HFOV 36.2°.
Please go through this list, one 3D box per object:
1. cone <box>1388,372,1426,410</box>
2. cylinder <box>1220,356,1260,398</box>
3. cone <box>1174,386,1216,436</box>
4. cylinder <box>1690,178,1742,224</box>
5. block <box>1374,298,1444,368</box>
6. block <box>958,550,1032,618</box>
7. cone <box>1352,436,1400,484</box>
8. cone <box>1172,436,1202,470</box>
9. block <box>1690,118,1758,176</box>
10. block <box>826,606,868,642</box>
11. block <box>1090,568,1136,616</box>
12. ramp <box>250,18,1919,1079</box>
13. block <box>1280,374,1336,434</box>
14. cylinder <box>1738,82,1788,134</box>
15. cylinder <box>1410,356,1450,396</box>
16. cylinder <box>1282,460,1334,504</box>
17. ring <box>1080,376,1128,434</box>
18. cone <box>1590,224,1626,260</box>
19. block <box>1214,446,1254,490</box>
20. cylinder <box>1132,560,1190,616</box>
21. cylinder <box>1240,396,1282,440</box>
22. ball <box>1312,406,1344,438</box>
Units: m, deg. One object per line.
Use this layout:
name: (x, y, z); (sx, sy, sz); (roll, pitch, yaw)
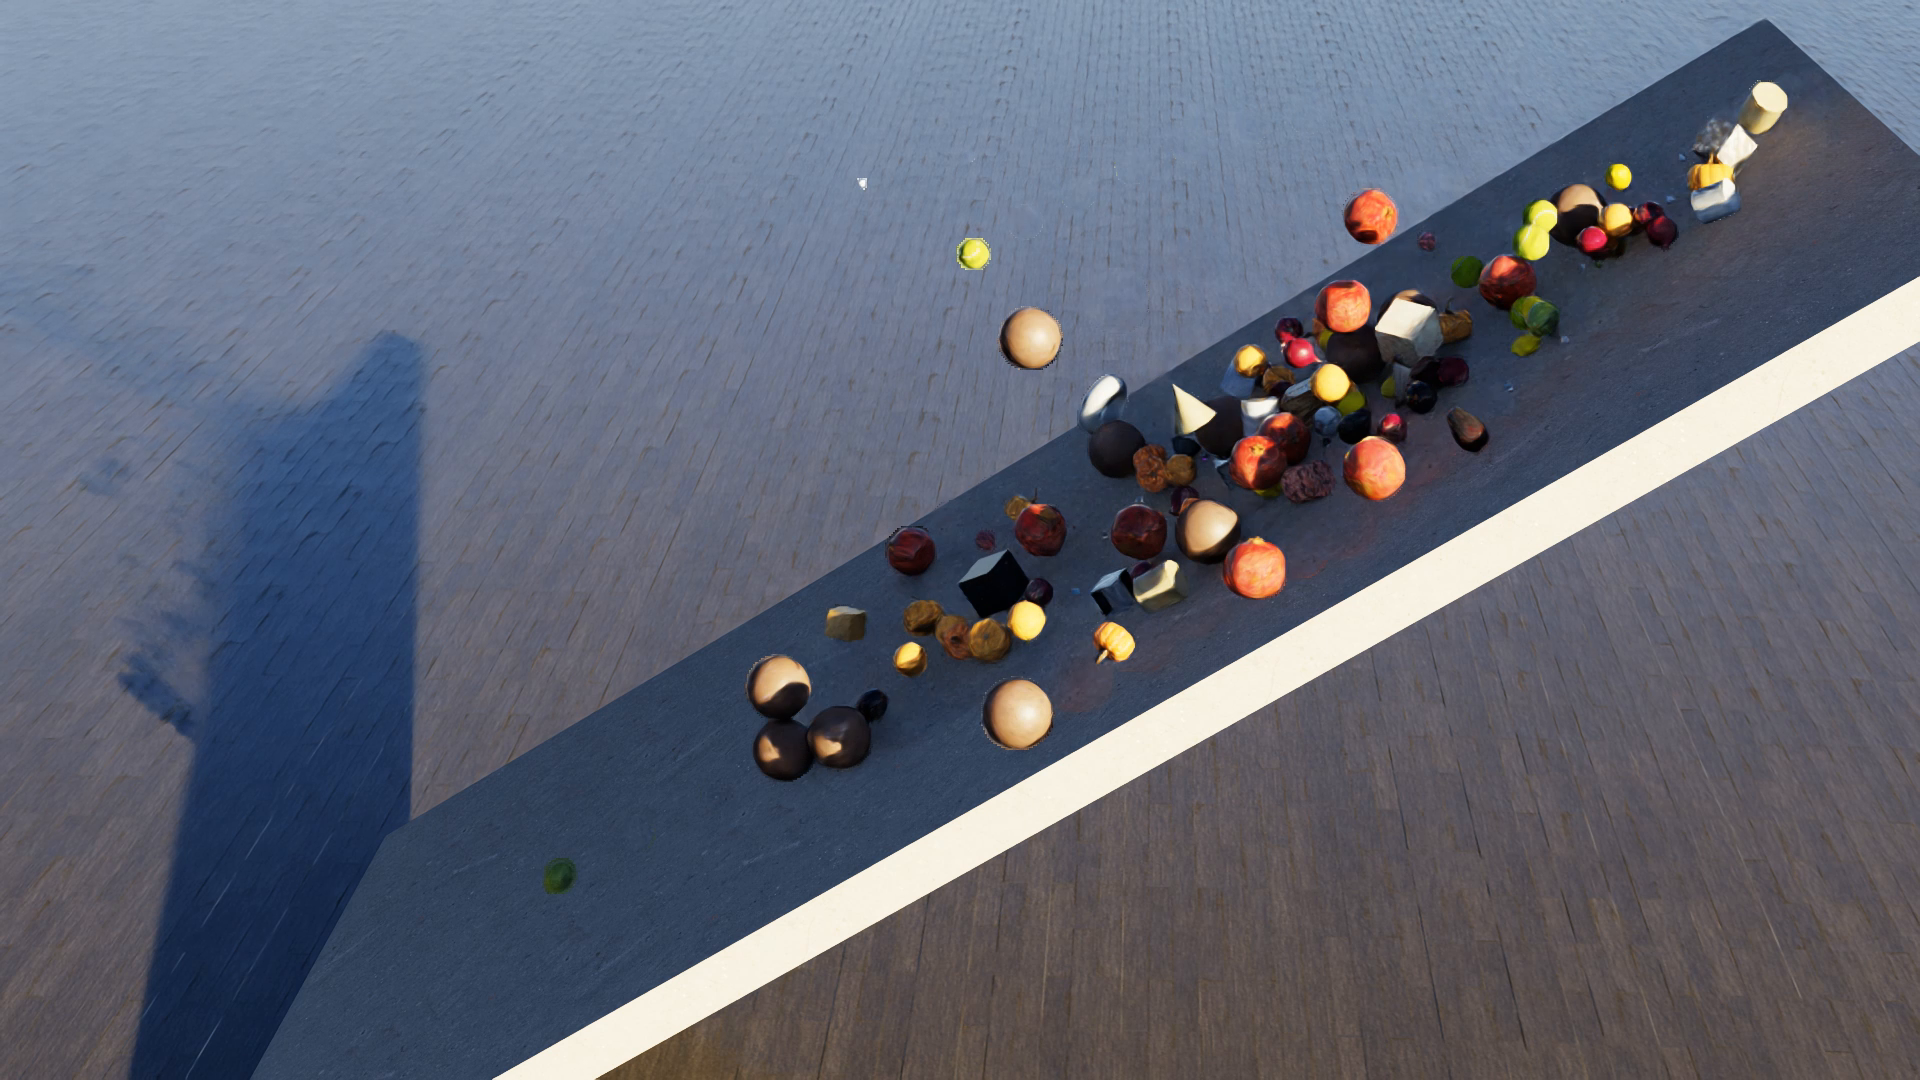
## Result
cone: (0.917, -0.312, 5.877); (0.094, 0.094, 0.094); (-23, 20, 5)
cylinder: (0.616, -0.356, 6.451); (0.067, 0.067, 0.067); (17, 29, -10)
cone: (0.466, -0.281, 6.090); (0.096, 0.096, 0.096); (-30, 11, 6)
cylinder: (1.473, -0.660, 5.731); (0.069, 0.069, 0.069); (-22, 3, 39)
block: (0.911, -0.416, 5.967); (0.093, 0.093, 0.093); (19, 59, 34)
block: (0.074, 0.093, 6.296); (0.093, 0.093, 0.093); (-20, 21, 43)
cone: (0.784, -0.145, 5.589); (0.091, 0.091, 0.091); (0, -8, -1)
cone: (0.483, -0.179, 6.400); (0.067, 0.067, 0.067); (18, -20, 6)
block: (1.531, -0.787, 5.894); (0.076, 0.076, 0.076); (34, -2, -35)
block: (-0.250, 0.185, 6.479); (0.062, 0.062, 0.062); (14, 13, 31)
block: (0.309, 0.104, 5.830); (0.061, 0.061, 0.061); (-20, 20, 42)
ramp: (0.140, 0.170, 6.294); (4.000, 0.100, 2.000); (-30, 15, 14)
block: (0.725, -0.283, 6.121); (0.078, 0.078, 0.078); (-26, 17, 29)
cylinder: (1.627, -0.875, 5.962); (0.074, 0.074, 0.074); (6, 60, -10)
cylinder: (0.932, -0.327, 5.829); (0.057, 0.057, 0.057); (41, 16, -13)
cylinder: (0.676, -0.113, 5.706); (0.072, 0.072, 0.072); (-19, 2, -42)
ring: (0.322, -0.303, 6.595); (0.048, 0.144, 0.144); (34, 34, 24)
cone: (1.288, -0.583, 5.926); (0.080, 0.080, 0.080); (-7, -20, -18)
block: (0.566, -0.148, 6.076); (0.058, 0.058, 0.058); (-32, 15, 10)
cylinder: (0.387, 0.091, 5.658); (0.080, 0.080, 0.080); (-30, 7, 26)
cylinder: (0.618, -0.249, 6.036); (0.079, 0.079, 0.079); (-7, 9, 1)
ball: (0.744, -0.239, 5.953); (0.062, 0.062, 0.062); (0, 20, 0)
